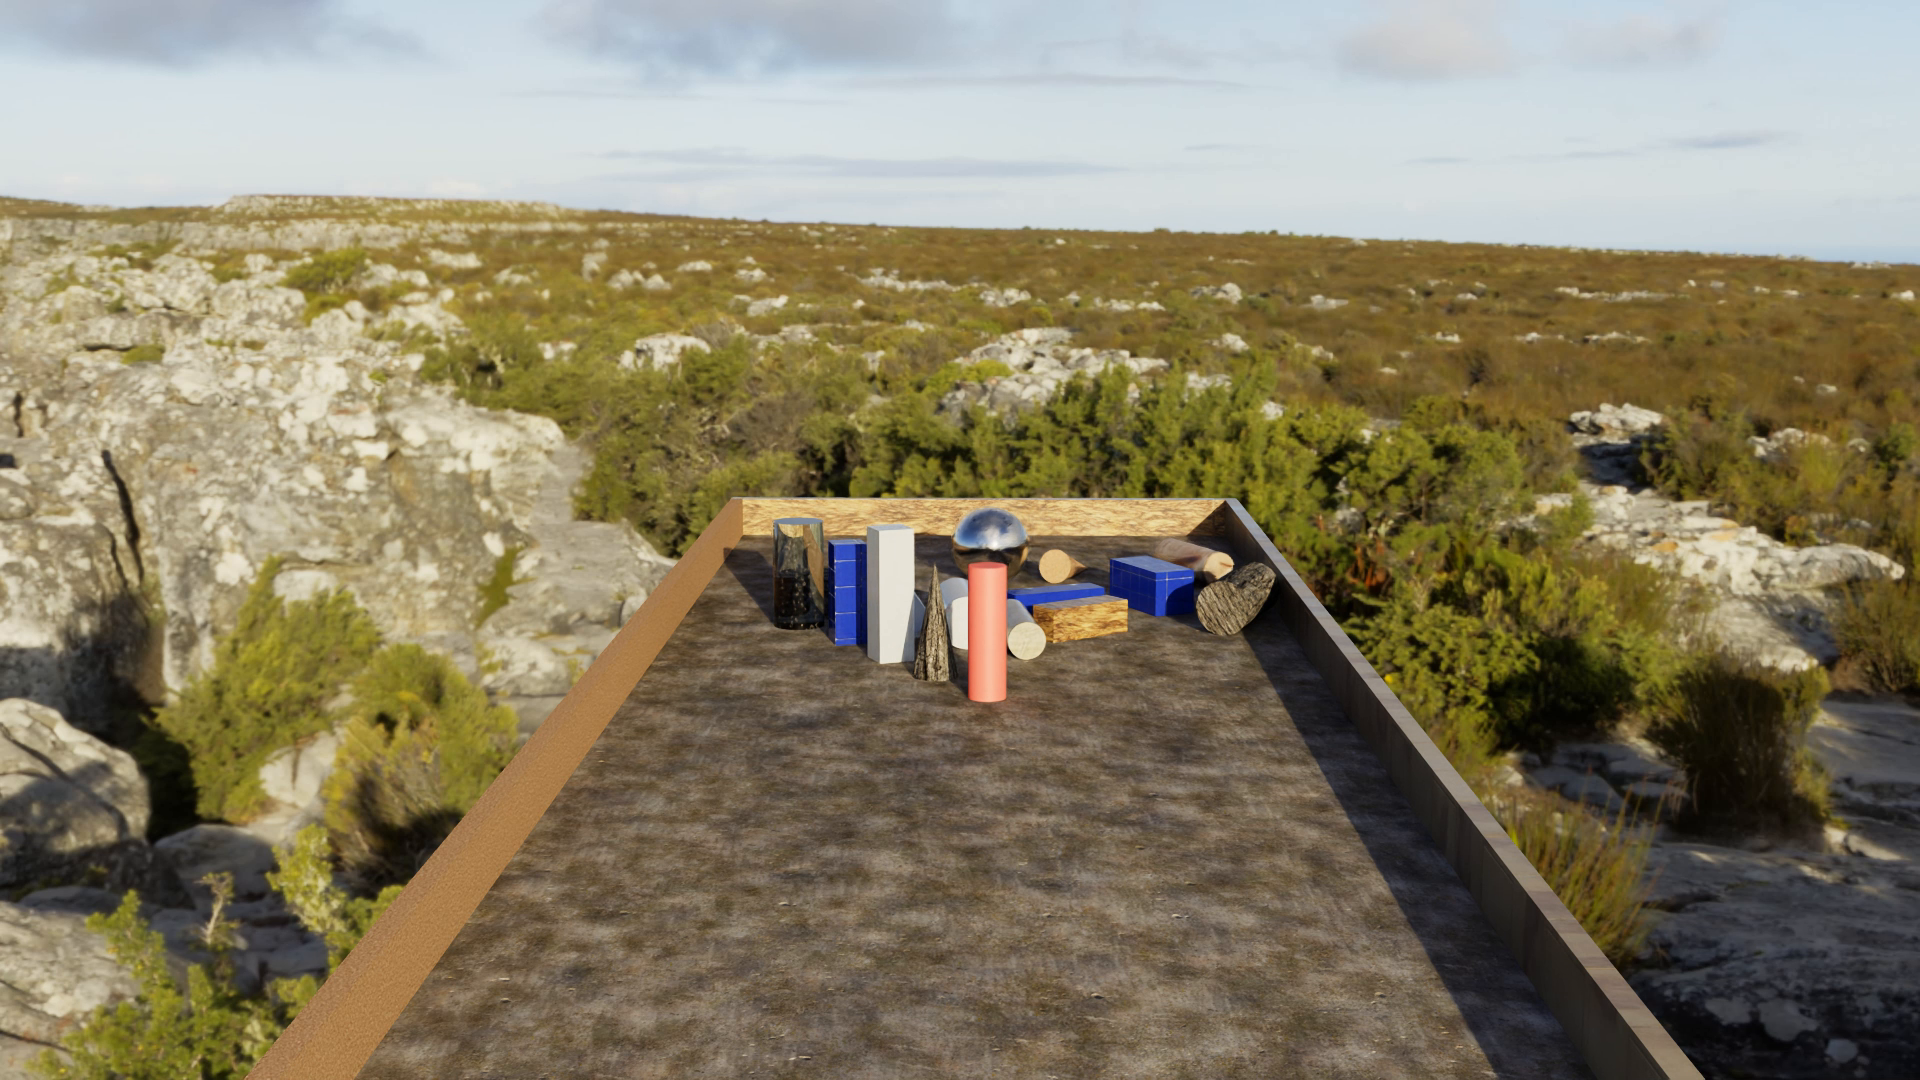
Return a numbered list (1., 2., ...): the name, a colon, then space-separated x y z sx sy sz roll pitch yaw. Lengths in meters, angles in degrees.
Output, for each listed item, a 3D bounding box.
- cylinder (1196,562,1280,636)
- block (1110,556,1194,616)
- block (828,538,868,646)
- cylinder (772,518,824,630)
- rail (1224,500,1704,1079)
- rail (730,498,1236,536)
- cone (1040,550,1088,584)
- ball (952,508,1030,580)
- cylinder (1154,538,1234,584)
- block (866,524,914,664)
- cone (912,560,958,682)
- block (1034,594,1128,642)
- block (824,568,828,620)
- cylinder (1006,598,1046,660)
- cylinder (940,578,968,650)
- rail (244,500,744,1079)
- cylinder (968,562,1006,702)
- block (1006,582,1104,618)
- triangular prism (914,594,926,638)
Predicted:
1. cylinder: 0.919 0.190 7.242 0.177 0.177 0.401 4 10 22
2. block: 0.656 0.156 7.549 0.149 0.149 0.317 -4 10 -25
3. block: -0.355 0.164 6.954 0.103 0.320 0.103 -2 9 -15
4. cylinder: -0.529 0.109 7.215 0.166 0.346 0.166 0 9 0
5. rail: 1.046 0.843 3.208 0.050 0.150 12.000 0 9 1
6. rail: 0.099 -0.098 9.147 2.100 0.150 0.050 0 9 1
7. cone: 0.416 0.102 8.171 0.123 0.123 0.336 4 0 25
8. ball: 0.112 0.021 7.979 0.280 0.280 0.280 0 9 0
9. cylinder: 0.860 0.082 8.095 0.126 0.126 0.366 -4 10 -24
10. block: -0.211 0.162 6.688 0.112 0.406 0.112 -4 10 -22
11. cone: -0.073 0.230 6.451 0.135 0.347 0.135 0 9 0
12. block: 0.388 0.252 7.076 0.302 0.107 0.107 -6 11 -35
13. block: -0.422 0.187 7.403 0.133 0.133 0.425 -7 12 -39
14. cylinder: 0.183 0.277 6.892 0.116 0.116 0.394 -1 9 -6
15. cylinder: 0.005 0.232 7.015 0.167 0.167 0.346 -1 9 -6
16. rail: -1.004 0.839 3.234 0.050 0.150 12.000 0 9 1
17. cylinder: 0.077 0.258 6.178 0.109 0.378 0.109 0 9 0
18. block: 0.310 0.213 7.336 0.336 0.102 0.102 -4 10 -26
19. triangular prism: -0.183 0.164 7.168 0.089 0.077 0.421 -2 34 -27
